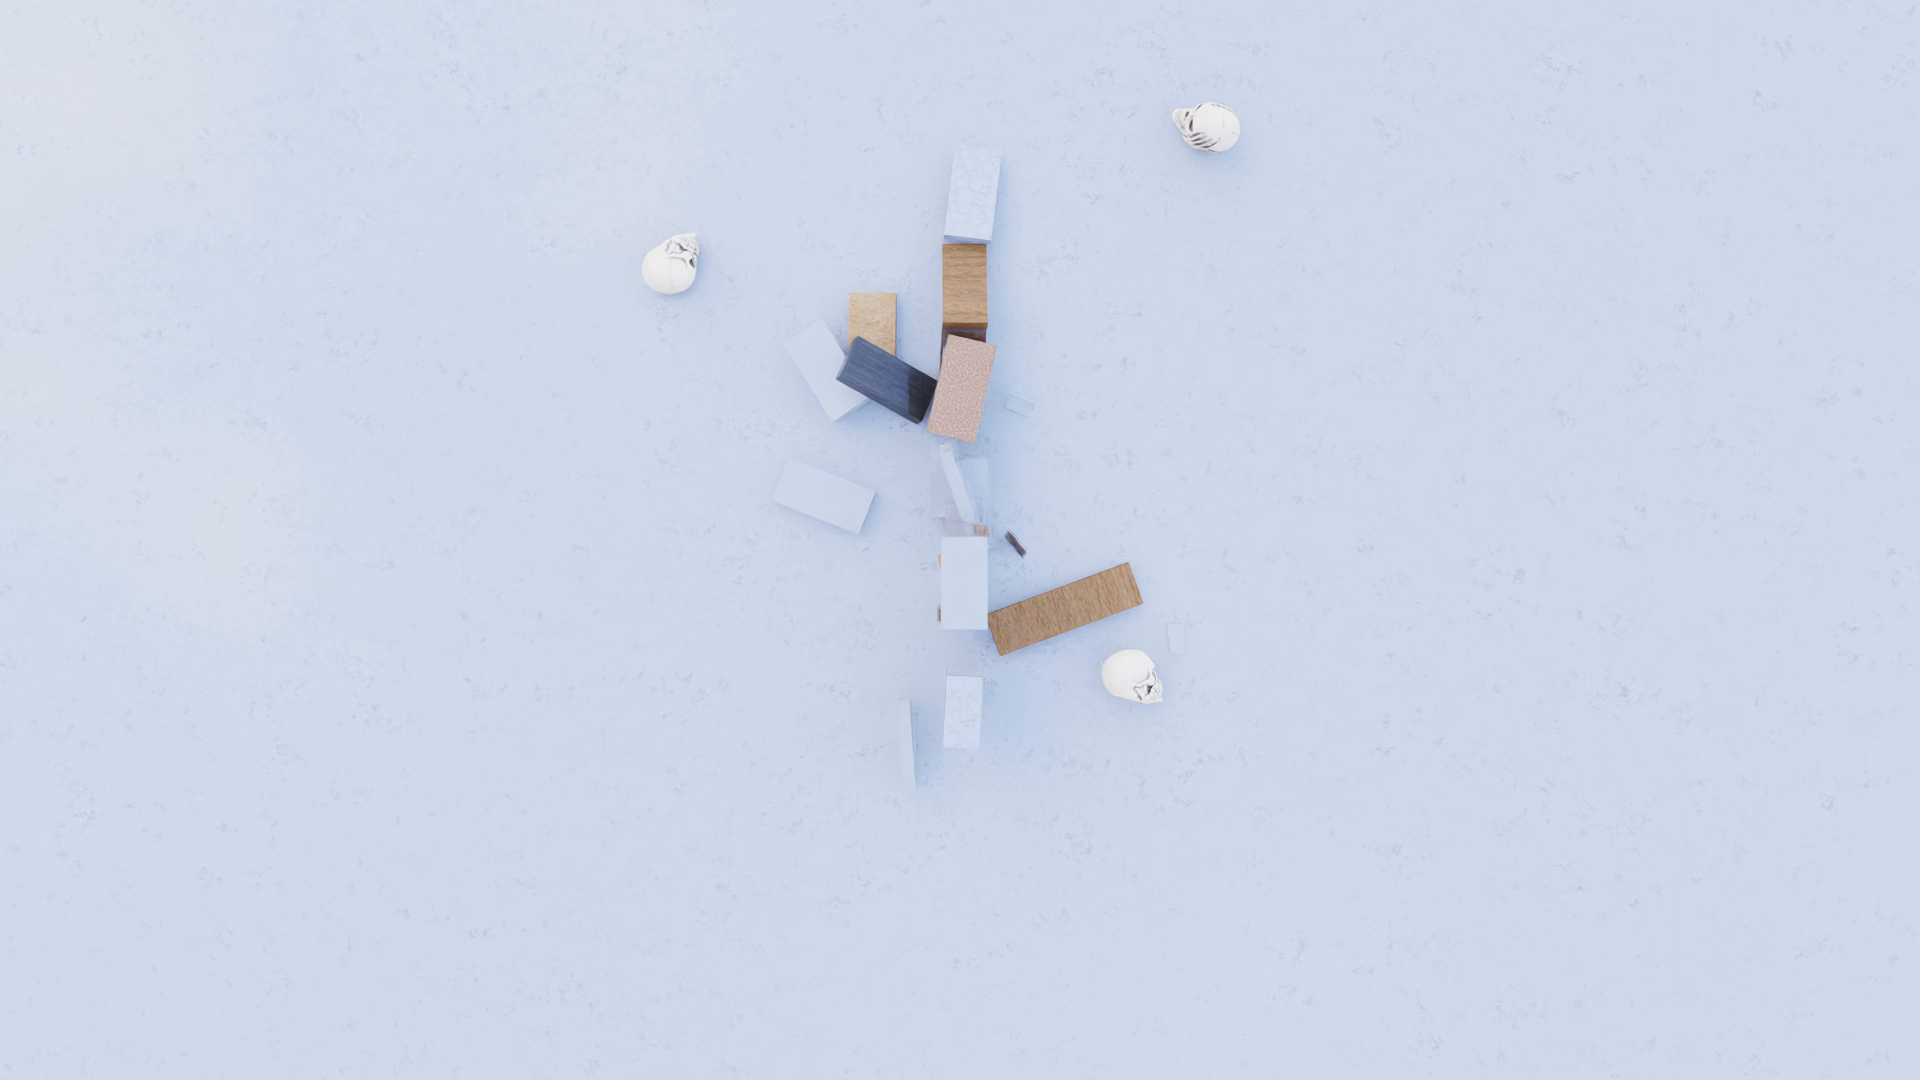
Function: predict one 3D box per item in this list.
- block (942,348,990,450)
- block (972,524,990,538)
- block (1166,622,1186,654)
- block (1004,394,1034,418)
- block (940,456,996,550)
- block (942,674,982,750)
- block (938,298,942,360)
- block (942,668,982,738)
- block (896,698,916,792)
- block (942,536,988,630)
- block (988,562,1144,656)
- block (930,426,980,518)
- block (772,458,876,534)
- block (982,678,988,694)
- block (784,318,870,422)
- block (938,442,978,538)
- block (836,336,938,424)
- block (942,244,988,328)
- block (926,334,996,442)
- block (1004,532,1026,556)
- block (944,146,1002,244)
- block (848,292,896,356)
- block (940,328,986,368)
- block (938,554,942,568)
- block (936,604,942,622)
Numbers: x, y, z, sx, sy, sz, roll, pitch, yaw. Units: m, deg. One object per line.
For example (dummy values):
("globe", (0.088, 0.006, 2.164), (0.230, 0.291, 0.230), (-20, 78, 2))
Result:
("block", (0.010, -0.463, 5.425), (0.161, 0.046, 0.322), (6, 104, 0))
("block", (0.065, -0.030, 5.223), (0.047, 0.094, 0.013), (2, 107, -7))
("block", (0.720, 0.328, 5.493), (0.050, 0.014, 0.101), (-8, 90, 0))
("block", (0.198, -0.449, 5.493), (0.095, 0.013, 0.047), (23, 90, 0))
("block", (0.025, -0.117, 5.422), (0.154, 0.044, 0.308), (-6, 105, 2))
("block", (0.009, 0.522, 5.013), (0.109, 0.031, 0.219), (3, 90, 0))
("block", (0.008, -0.741, 5.479), (0.146, 0.041, 0.293), (2, 90, 0))
("block", (0.006, 0.522, 5.263), (0.111, 0.031, 0.221), (3, 90, 0))
("block", (-0.175, 0.671, 5.427), (0.041, 0.145, 0.291), (-4, 90, 0))
("block", (0.014, 0.135, 5.190), (0.144, 0.041, 0.289), (0, 90, 0))
("block", (0.345, 0.229, 5.469), (0.505, 0.041, 0.145), (-20, 90, -2))
("block", (-0.016, -0.236, 5.436), (0.161, 0.046, 0.322), (1, 105, 0))
("block", (-0.451, -0.146, 5.478), (0.308, 0.044, 0.154), (21, 90, 0))
("block", (0.035, 0.486, 5.389), (0.111, 0.221, 0.031), (-11, 90, 0))
("block", (-0.434, -0.559, 5.447), (0.154, 0.044, 0.308), (-33, 83, 10))
("block", (-0.002, -0.161, 5.312), (0.041, 0.145, 0.291), (-18, 104, 3))
("block", (-0.238, -0.523, 5.407), (0.311, 0.044, 0.156), (28, 69, -17))
("block", (0.016, -0.834, 5.417), (0.146, 0.041, 0.293), (0, 70, -1))
("block", (0.006, -0.490, 5.345), (0.161, 0.046, 0.322), (13, 93, -1))
("block", (0.183, 0.013, 5.476), (0.013, 0.047, 0.095), (-39, 90, -10))
("block", (0.043, -1.141, 5.453), (0.156, 0.044, 0.311), (7, 80, 0))
("block", (-0.291, -0.663, 5.478), (0.156, 0.044, 0.311), (0, 90, 0))
("block", (0.007, -0.564, 5.445), (0.146, 0.041, 0.293), (3, 104, 0))
("block", (0.004, 0.061, 5.355), (0.144, 0.289, 0.041), (-5, 90, 0))
("block", (0.000, 0.239, 5.355), (0.144, 0.289, 0.041), (3, 90, 0))
